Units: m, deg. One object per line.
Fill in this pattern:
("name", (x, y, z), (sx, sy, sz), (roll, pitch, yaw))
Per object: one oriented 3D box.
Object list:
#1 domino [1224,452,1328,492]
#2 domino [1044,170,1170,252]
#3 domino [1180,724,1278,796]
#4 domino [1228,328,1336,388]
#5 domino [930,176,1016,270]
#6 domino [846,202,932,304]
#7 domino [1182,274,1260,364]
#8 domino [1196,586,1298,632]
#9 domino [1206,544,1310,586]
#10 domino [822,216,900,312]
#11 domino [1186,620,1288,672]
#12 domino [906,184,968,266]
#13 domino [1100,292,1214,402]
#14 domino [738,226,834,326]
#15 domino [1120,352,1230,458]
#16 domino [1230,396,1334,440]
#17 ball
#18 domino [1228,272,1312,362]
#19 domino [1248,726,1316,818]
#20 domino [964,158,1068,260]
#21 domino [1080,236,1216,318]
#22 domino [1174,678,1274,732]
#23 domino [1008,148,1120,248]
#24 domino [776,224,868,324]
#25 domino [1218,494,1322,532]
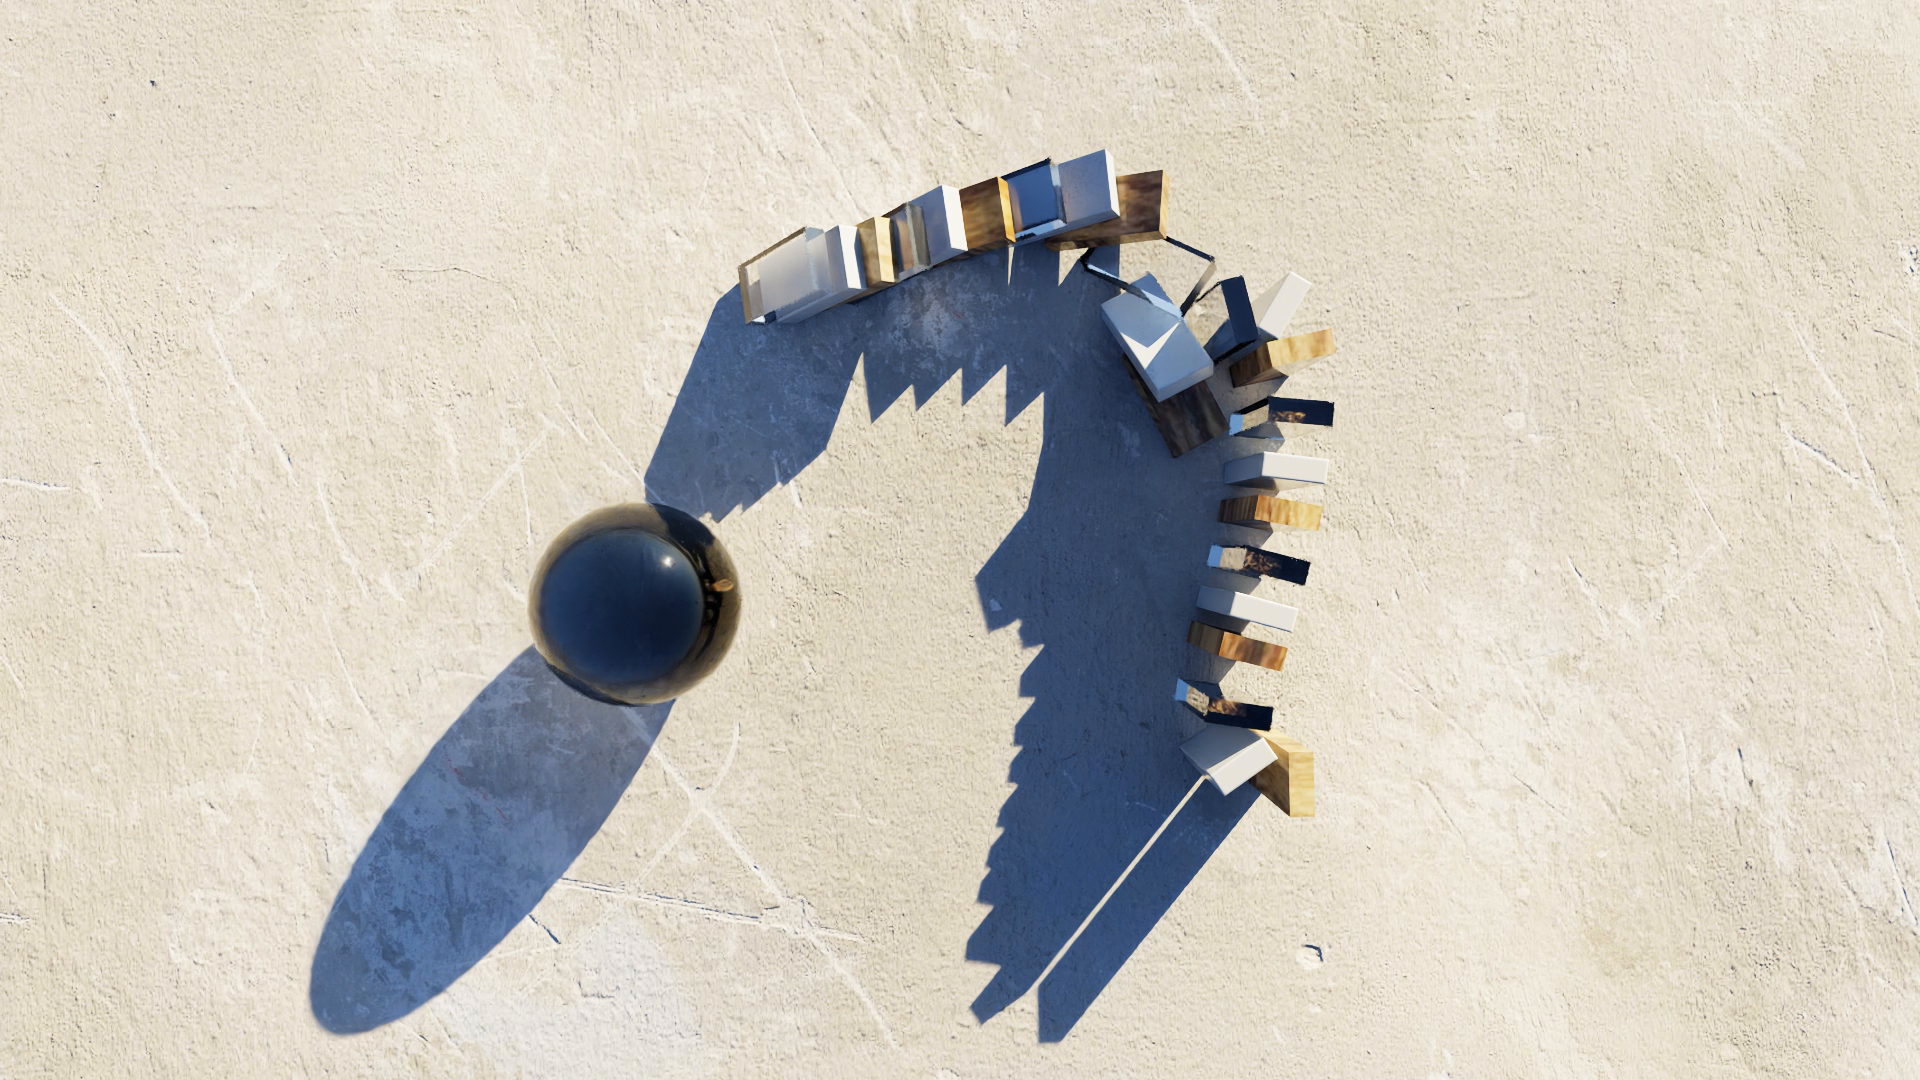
("domino", (0.128, -0.028, 0.375), (0.025, 0.050, 0.009), (7, 90, 0))
("domino", (0.061, -0.137, 0.383), (0.050, 0.010, 0.025), (3, 88, 29))
("domino", (0.109, 0.087, 0.375), (0.025, 0.050, 0.010), (-35, 90, 0))
("domino", (0.131, -0.074, 0.375), (0.025, 0.050, 0.009), (-12, 90, 0))
("domino", (-0.003, -0.131, 0.384), (0.050, 0.010, 0.025), (-9, 90, 28))
("domino", (-0.034, -0.117, 0.379), (0.010, 0.050, 0.025), (-9, 90, -45))
("domino", (0.105, -0.088, 0.375), (0.009, 0.050, 0.025), (-15, 90, -5))
("domino", (0.116, 0.028, 0.375), (0.025, 0.050, 0.010), (15, 90, 0))
("domino", (0.121, 0.010, 0.375), (0.025, 0.050, 0.010), (15, 90, 0))
("domino", (-0.046, -0.113, 0.379), (0.010, 0.050, 0.025), (-9, 93, -45))
("domino", (0.112, 0.043, 0.375), (0.025, 0.050, 0.010), (14, 90, 0))
("domino", (-0.020, -0.125, 0.380), (0.050, 0.009, 0.025), (-9, 90, 42))
("domino", (0.082, -0.084, 0.384), (0.025, 0.010, 0.050), (-27, 64, 1))
("domino", (-0.073, -0.108, 0.379), (0.010, 0.050, 0.025), (-9, 90, -45))
("domino", (0.093, -0.064, 0.395), (0.025, 0.010, 0.050), (-28, 90, 0))
("domino", (0.130, -0.049, 0.375), (0.025, 0.050, 0.010), (5, 90, 0))
("ball", (-0.126, 0.025, 0.360), (0.080, 0.080, 0.080), (0, 90, 0))
("domino", (0.124, -0.090, 0.375), (0.010, 0.050, 0.025), (31, 90, 0))
("domino", (0.131, 0.093, 0.375), (0.009, 0.050, 0.025), (-1, 90, 0))
("domino", (0.018, -0.138, 0.384), (0.050, 0.009, 0.025), (-10, 88, 28))
("domino", (0.079, -0.116, 0.385), (0.050, 0.009, 0.025), (35, 90, 24))
("domino", (0.107, 0.067, 0.375), (0.025, 0.050, 0.010), (9, 90, 0))
("domino", (0.040, -0.142, 0.384), (0.050, 0.009, 0.025), (-7, 87, 28))
("domino", (-0.060, -0.109, 0.379), (0.010, 0.050, 0.025), (-9, 90, -45))
("domino", (0.126, -0.010, 0.375), (0.025, 0.050, 0.010), (11, 90, 0))
